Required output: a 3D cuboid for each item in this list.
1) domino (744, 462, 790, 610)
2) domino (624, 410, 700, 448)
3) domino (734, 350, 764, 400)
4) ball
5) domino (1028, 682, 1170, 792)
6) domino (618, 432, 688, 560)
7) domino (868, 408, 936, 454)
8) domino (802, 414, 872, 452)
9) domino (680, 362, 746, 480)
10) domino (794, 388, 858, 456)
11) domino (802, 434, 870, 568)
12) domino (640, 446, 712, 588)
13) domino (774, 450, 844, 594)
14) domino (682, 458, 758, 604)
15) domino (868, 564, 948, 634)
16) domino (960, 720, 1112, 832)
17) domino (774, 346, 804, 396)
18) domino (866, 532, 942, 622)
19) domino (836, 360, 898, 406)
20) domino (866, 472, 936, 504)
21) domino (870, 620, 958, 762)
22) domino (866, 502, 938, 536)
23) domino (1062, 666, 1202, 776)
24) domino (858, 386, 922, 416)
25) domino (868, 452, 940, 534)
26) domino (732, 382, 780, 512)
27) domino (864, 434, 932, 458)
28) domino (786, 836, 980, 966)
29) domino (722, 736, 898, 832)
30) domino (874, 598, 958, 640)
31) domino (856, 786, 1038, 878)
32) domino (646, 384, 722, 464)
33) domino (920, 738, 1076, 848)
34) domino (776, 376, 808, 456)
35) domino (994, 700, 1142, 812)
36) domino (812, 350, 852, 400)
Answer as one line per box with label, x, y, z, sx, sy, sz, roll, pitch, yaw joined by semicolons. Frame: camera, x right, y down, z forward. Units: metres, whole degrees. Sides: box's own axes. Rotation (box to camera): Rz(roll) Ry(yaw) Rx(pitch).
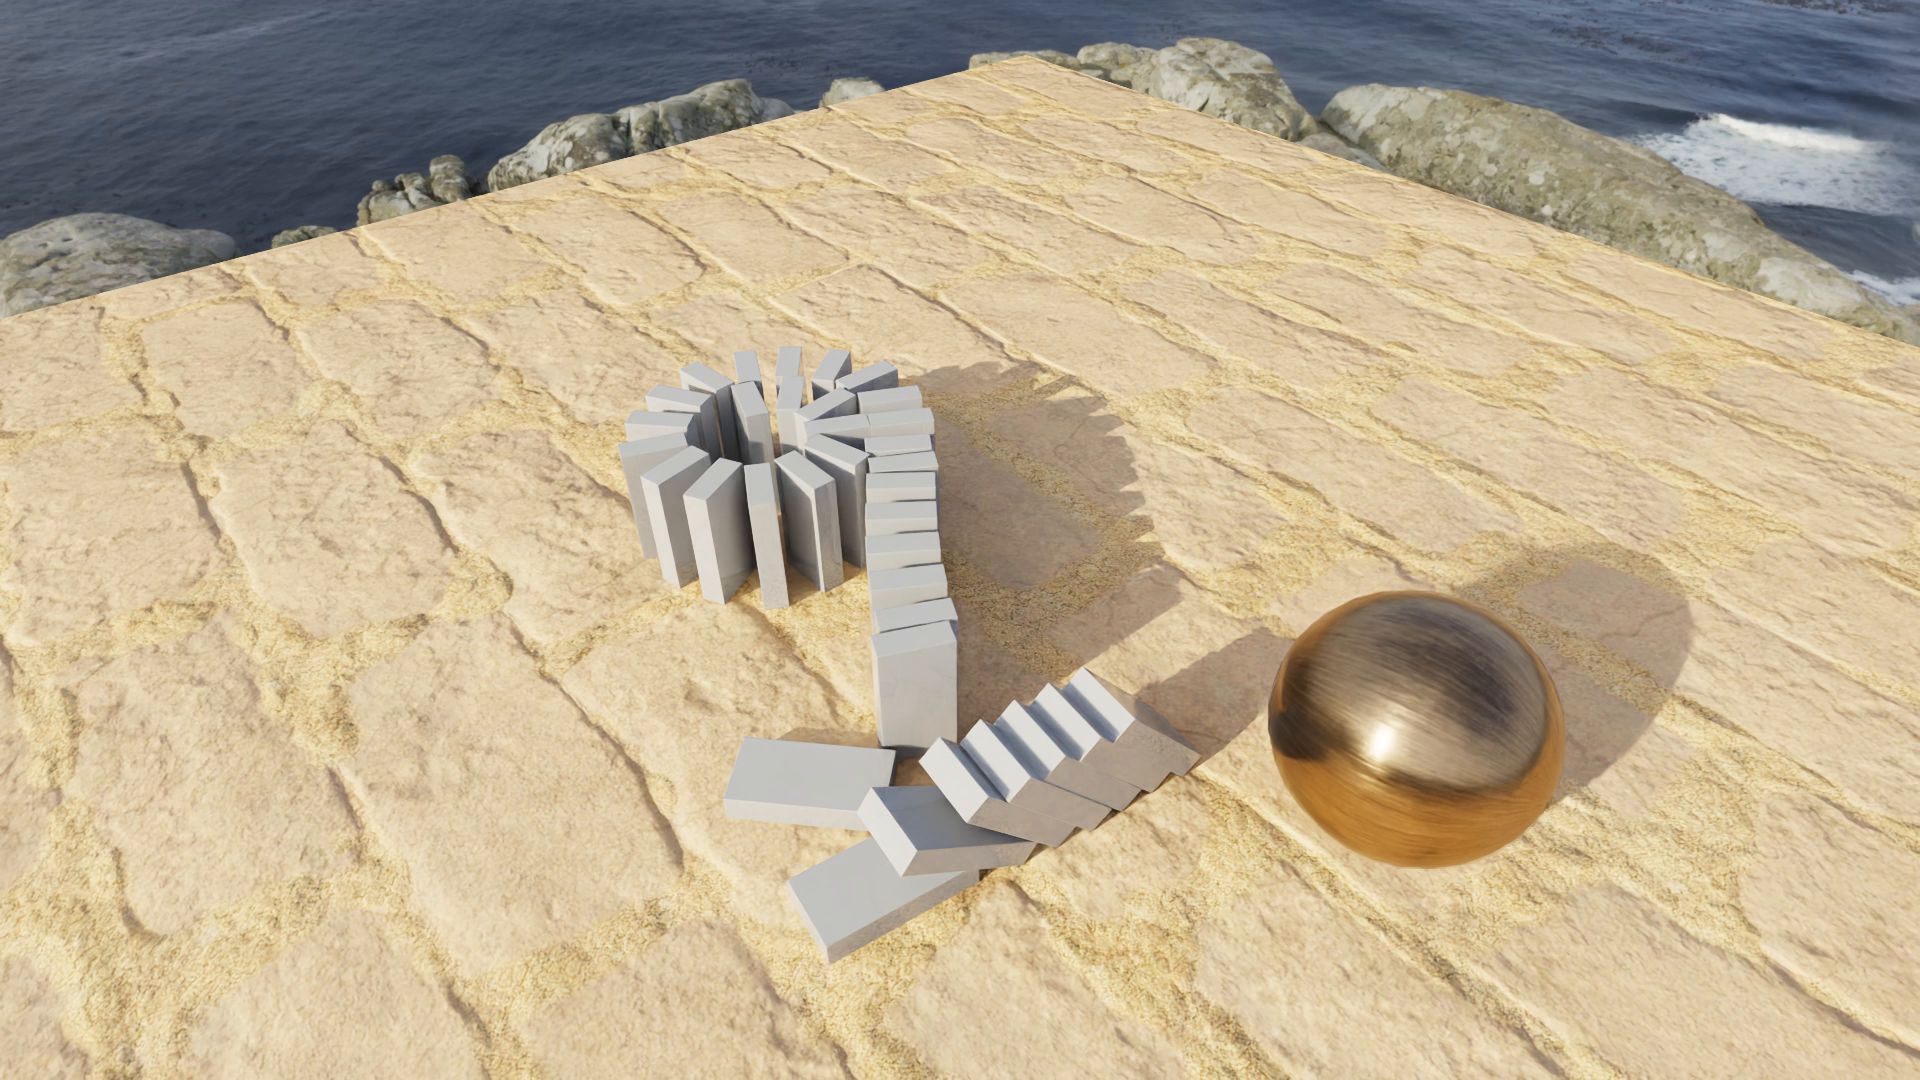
domino;-0.072;-0.001;0.413;0.010;0.050;0.025;-8;40;-9
domino;-0.117;-0.028;0.446;0.025;0.050;0.009;4;40;5
domino;-0.089;-0.054;0.477;0.010;0.050;0.025;-9;40;-11
ball;0.131;0.054;0.321;0.080;0.080;0.080;0;39;0
domino;0.044;0.062;0.341;0.010;0.050;0.025;-50;50;6
domino;-0.116;-0.017;0.432;0.025;0.050;0.009;-13;41;-15
domino;-0.023;-0.029;0.447;0.025;0.050;0.009;-7;40;-9
domino;-0.048;-0.026;0.443;0.025;0.050;0.010;-9;40;-11
domino;-0.105;-0.049;0.471;0.025;0.050;0.009;30;48;32
domino;-0.054;-0.035;0.454;0.009;0.050;0.025;29;47;30
domino;-0.046;-0.015;0.429;0.025;0.050;0.009;23;45;25
domino;-0.105;-0.008;0.422;0.009;0.050;0.025;26;46;28
domino;-0.057;-0.007;0.420;0.009;0.050;0.025;-30;48;-31
domino;-0.090;-0.003;0.415;0.009;0.050;0.025;14;41;17
domino;-0.017;0.031;0.373;0.025;0.050;0.009;-6;40;-7
domino;0.023;0.071;0.329;0.010;0.050;0.025;-50;49;6
domino;-0.072;-0.056;0.480;0.010;0.050;0.025;-2;39;-2
domino;-0.019;0.020;0.387;0.025;0.050;0.009;-4;39;-4
domino;-0.039;-0.049;0.472;0.025;0.050;0.010;-28;47;-30
domino;-0.021;-0.002;0.414;0.025;0.050;0.009;-2;39;-2
domino;-0.014;0.049;0.351;0.025;0.050;0.009;-10;40;-12
domino;-0.021;0.009;0.401;0.025;0.050;0.009;-2;39;-2
domino;0.055;0.058;0.346;0.009;0.050;0.025;-50;49;6
domino;-0.028;-0.039;0.459;0.025;0.050;0.010;-9;40;-10
domino;-0.021;-0.010;0.423;0.025;0.050;0.010;-7;40;-8
domino;-0.084;-0.038;0.457;0.010;0.050;0.025;-14;41;-17
domino;-0.023;-0.018;0.433;0.025;0.050;0.009;-4;40;-5
domino;-0.022;0.100;0.322;0.050;0.010;0.025;-22;44;-24
domino;-0.047;0.077;0.349;0.050;0.010;0.025;4;40;5
domino;-0.014;0.042;0.360;0.025;0.050;0.009;-9;40;-11
domino;-0.003;0.084;0.320;0.050;0.010;0.025;12;25;-45
domino;-0.113;-0.039;0.459;0.025;0.050;0.010;13;41;15
domino;0.012;0.075;0.325;0.009;0.050;0.025;-51;49;6
domino;-0.068;-0.040;0.461;0.009;0.050;0.025;-1;39;-1
domino;0.034;0.066;0.335;0.010;0.050;0.025;-50;49;6
domino;-0.054;-0.054;0.478;0.009;0.050;0.025;8;40;9
